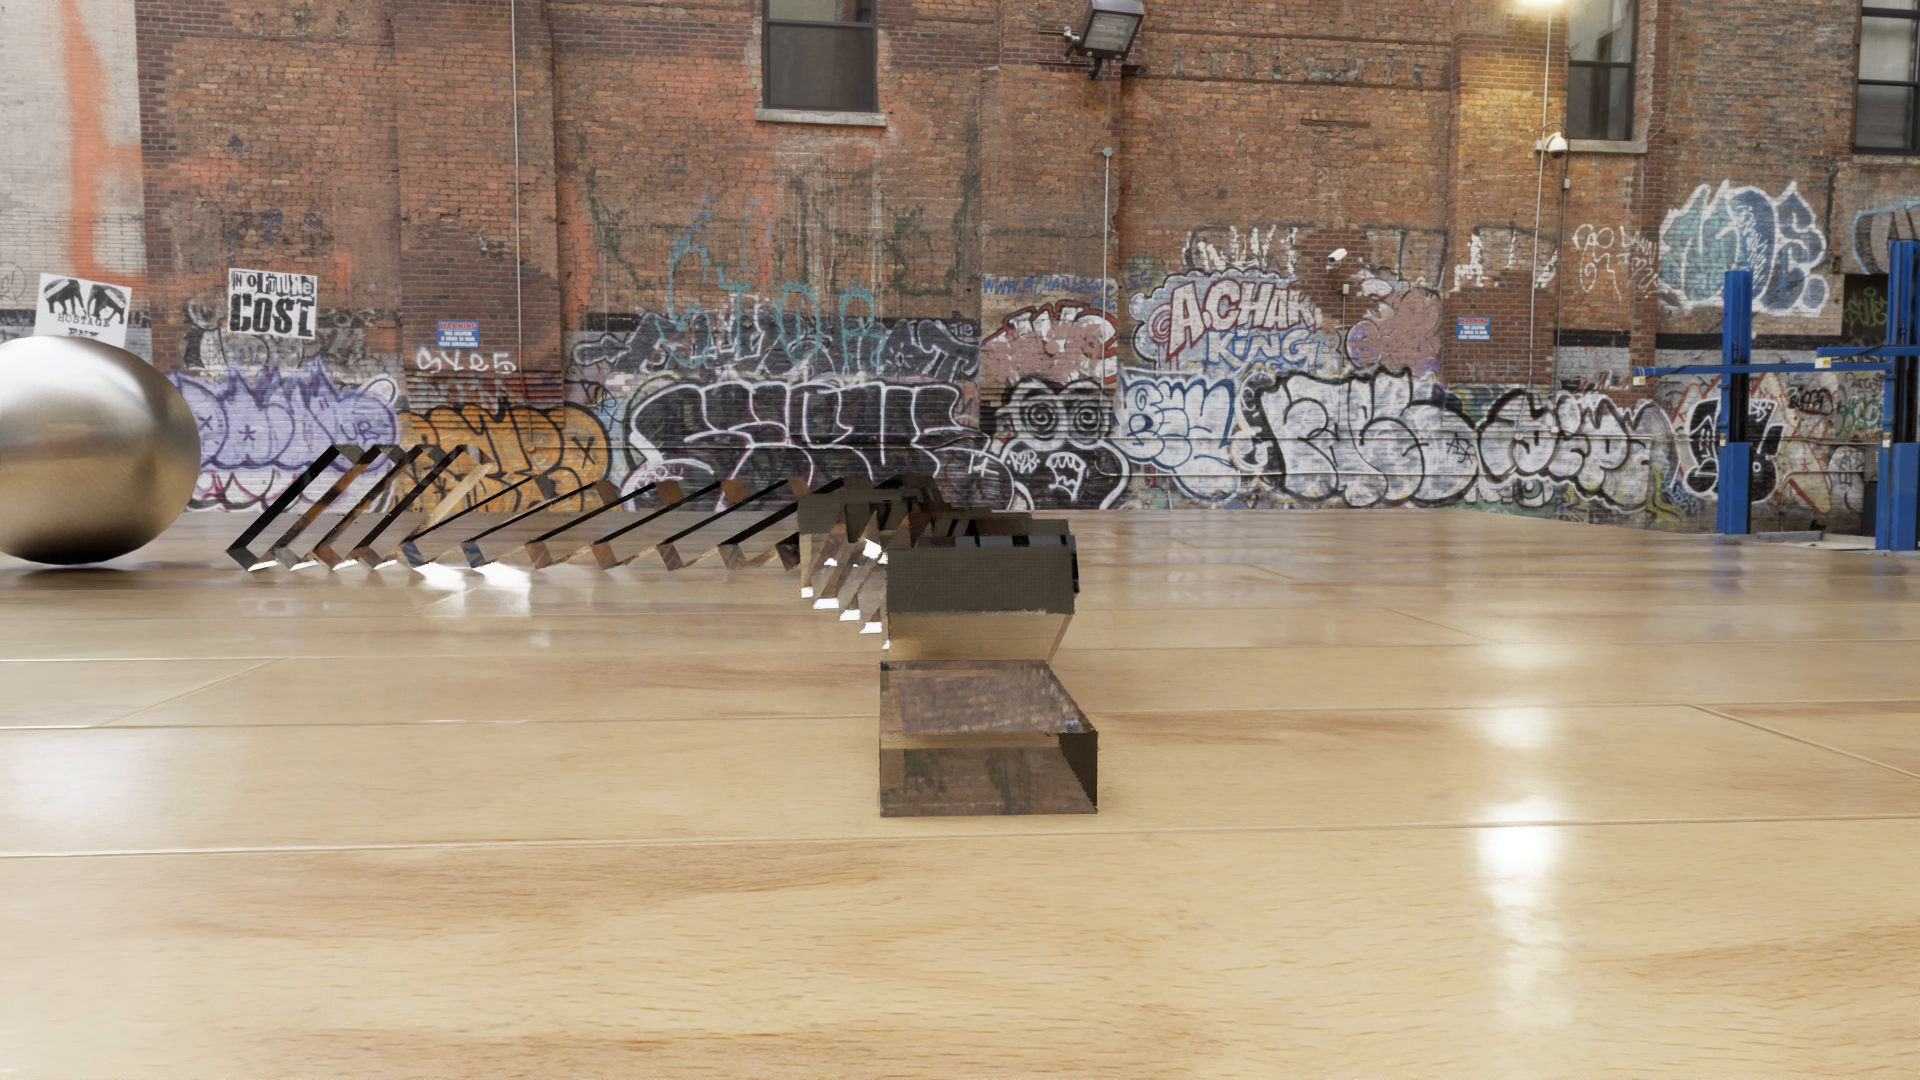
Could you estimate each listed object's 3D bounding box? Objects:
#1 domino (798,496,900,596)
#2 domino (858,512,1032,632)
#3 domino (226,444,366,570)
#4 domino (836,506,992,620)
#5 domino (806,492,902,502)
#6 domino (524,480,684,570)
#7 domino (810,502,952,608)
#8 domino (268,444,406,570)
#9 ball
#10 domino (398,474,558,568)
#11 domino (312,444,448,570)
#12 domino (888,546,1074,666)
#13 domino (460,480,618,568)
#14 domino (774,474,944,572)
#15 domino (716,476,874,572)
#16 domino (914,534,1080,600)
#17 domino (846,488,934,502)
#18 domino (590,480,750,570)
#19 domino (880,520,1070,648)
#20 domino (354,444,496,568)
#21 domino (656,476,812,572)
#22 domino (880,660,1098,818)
[{"bbox_3d":[-0.029,0.002,0.337,0.025,0.010,0.050,-2,-20,-7],"label":"domino"},{"bbox_3d":[-0.004,0.008,0.270,0.025,0.010,0.050,0,-20,-17],"label":"domino"},{"bbox_3d":[-0.226,-0.012,0.442,0.010,0.050,0.025,45,-2,-8],"label":"domino"},{"bbox_3d":[-0.011,0.006,0.293,0.025,0.010,0.050,-1,-20,-16],"label":"domino"},{"bbox_3d":[-0.030,0.001,0.360,0.025,0.010,0.050,-1,-20,-6],"label":"domino"},{"bbox_3d":[-0.122,-0.006,0.444,0.050,0.010,0.025,-25,2,6],"label":"domino"},{"bbox_3d":[-0.020,0.004,0.314,0.025,0.010,0.050,-1,-20,-16],"label":"domino"},{"bbox_3d":[-0.213,-0.012,0.444,0.010,0.050,0.025,45,-2,-8],"label":"domino"},{"bbox_3d":[-0.311,-0.031,0.447,0.080,0.080,0.080,0,4,0],"label":"ball"},{"bbox_3d":[-0.168,-0.007,0.450,0.050,0.010,0.025,-28,7,-4],"label":"domino"},{"bbox_3d":[-0.200,-0.012,0.447,0.010,0.050,0.025,45,-2,-8],"label":"domino"},{"bbox_3d":[0.002,0.013,0.196,0.025,0.010,0.050,0,-19,-3],"label":"domino"},{"bbox_3d":[-0.146,-0.006,0.448,0.050,0.010,0.025,-25,5,0],"label":"domino"},{"bbox_3d":[-0.032,-0.005,0.416,0.050,0.010,0.025,-28,-11,21],"label":"domino"},{"bbox_3d":[-0.053,-0.006,0.427,0.050,0.010,0.025,-28,-5,17],"label":"domino"},{"bbox_3d":[0.003,0.012,0.223,0.025,0.009,0.050,-1,-19,-8],"label":"domino"},{"bbox_3d":[-0.028,-0.001,0.387,0.025,0.009,0.050,-2,-20,-22],"label":"domino"},{"bbox_3d":[-0.099,-0.006,0.440,0.050,0.009,0.025,-25,1,8],"label":"domino"},{"bbox_3d":[0.002,0.009,0.247,0.025,0.010,0.050,0,-20,-15],"label":"domino"},{"bbox_3d":[-0.186,-0.012,0.448,0.009,0.050,0.025,45,-2,-8],"label":"domino"},{"bbox_3d":[-0.076,-0.006,0.436,0.050,0.009,0.025,-27,1,8],"label":"domino"},{"bbox_3d":[0.002,0.025,0.172,0.025,0.010,0.050,0,4,-3],"label":"domino"}]
